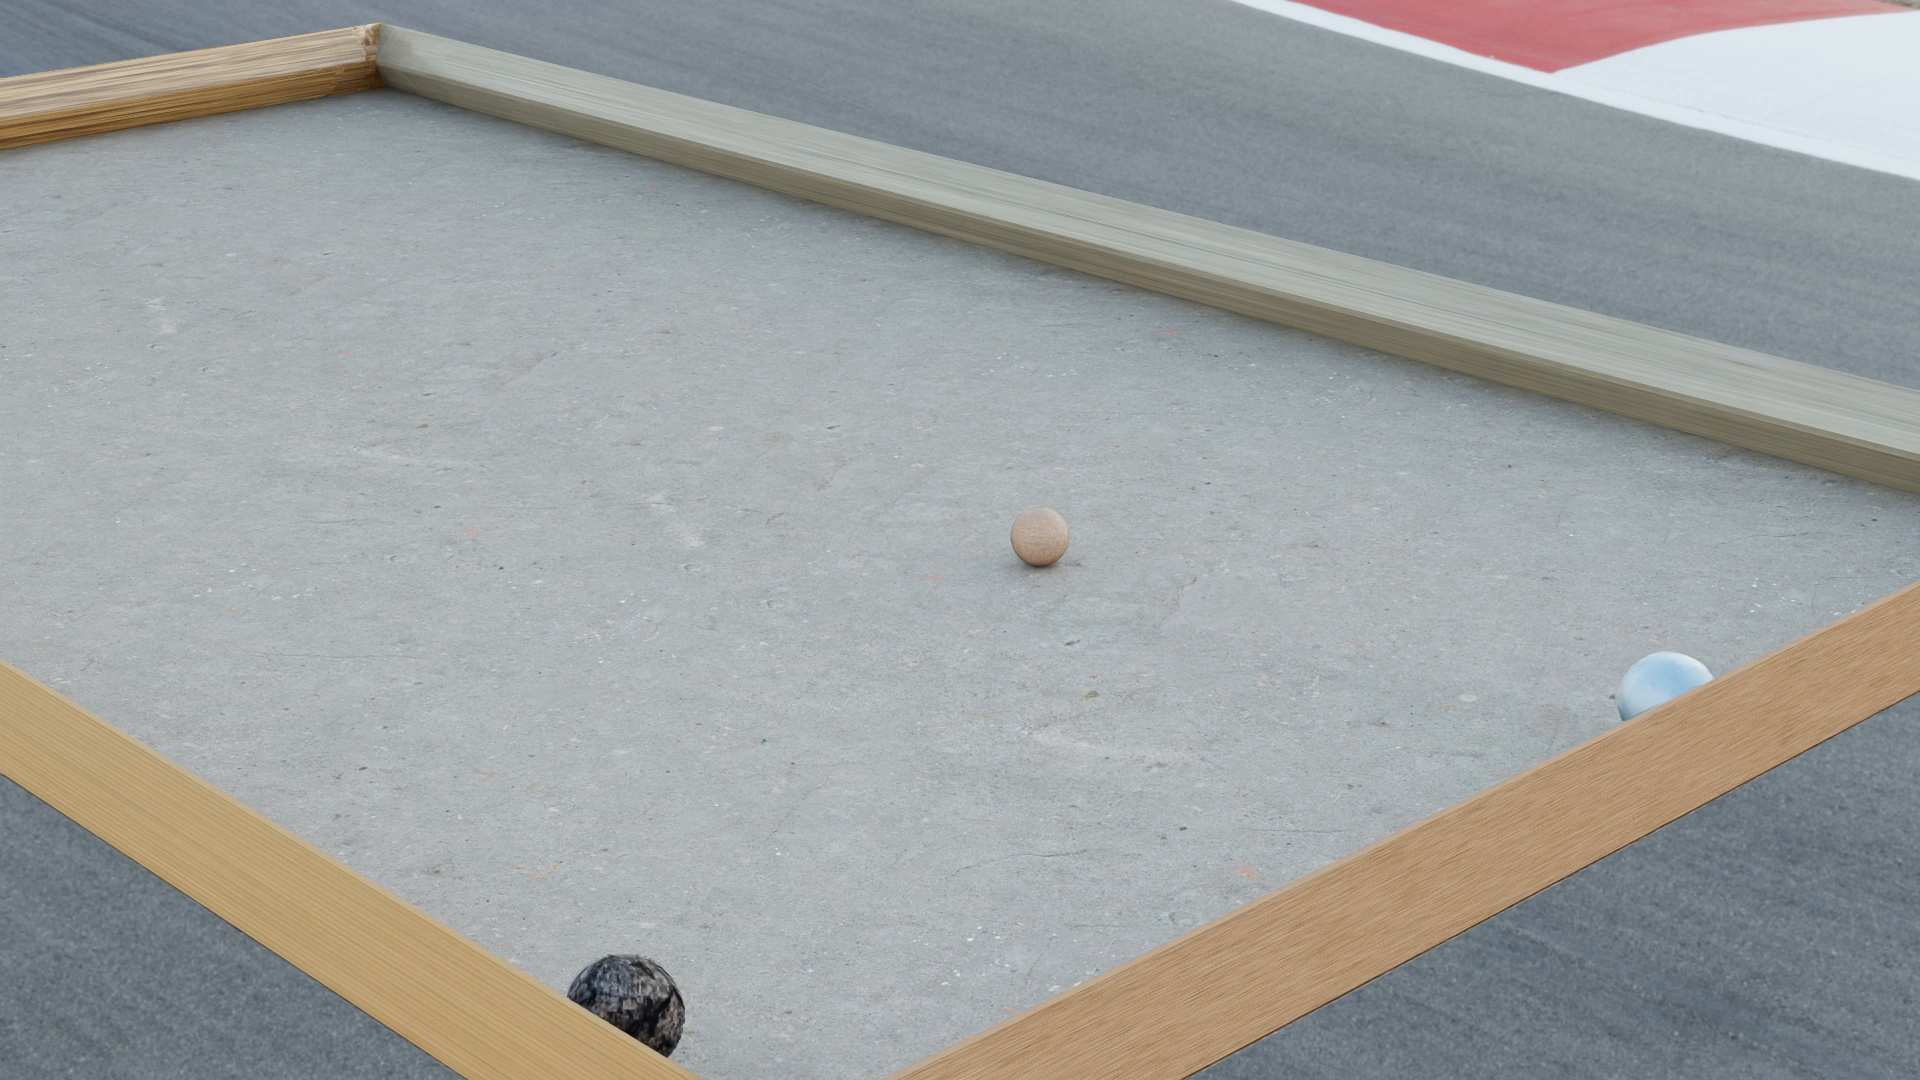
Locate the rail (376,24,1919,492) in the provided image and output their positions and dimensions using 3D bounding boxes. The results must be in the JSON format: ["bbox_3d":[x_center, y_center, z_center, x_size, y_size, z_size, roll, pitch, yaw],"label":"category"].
[{"bbox_3d":[0.082,-0.408,3.777,0.045,0.104,3.037,-18,27,-40],"label":"rail"}]

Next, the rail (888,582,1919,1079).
[{"bbox_3d":[0.506,0.168,2.223,1.712,0.104,0.045,-18,27,-40],"label":"rail"}]

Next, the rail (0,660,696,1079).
[{"bbox_3d":[-1.126,-0.010,2.704,0.045,0.104,3.037,-18,27,-40],"label":"rail"}]

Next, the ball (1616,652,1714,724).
[{"bbox_3d":[0.569,0.130,2.362,0.080,0.080,0.080,0,20,0],"label":"ball"}]

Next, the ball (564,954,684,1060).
[{"bbox_3d":[-0.216,0.306,1.889,0.078,0.078,0.078,0,20,0],"label":"ball"}]

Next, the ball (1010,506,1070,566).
[{"bbox_3d":[0.075,-0.003,2.757,0.056,0.056,0.056,0,20,0],"label":"ball"}]

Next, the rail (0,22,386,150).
[{"bbox_3d":[-1.550,-0.586,4.258,1.712,0.104,0.045,-18,27,-40],"label":"rail"}]
